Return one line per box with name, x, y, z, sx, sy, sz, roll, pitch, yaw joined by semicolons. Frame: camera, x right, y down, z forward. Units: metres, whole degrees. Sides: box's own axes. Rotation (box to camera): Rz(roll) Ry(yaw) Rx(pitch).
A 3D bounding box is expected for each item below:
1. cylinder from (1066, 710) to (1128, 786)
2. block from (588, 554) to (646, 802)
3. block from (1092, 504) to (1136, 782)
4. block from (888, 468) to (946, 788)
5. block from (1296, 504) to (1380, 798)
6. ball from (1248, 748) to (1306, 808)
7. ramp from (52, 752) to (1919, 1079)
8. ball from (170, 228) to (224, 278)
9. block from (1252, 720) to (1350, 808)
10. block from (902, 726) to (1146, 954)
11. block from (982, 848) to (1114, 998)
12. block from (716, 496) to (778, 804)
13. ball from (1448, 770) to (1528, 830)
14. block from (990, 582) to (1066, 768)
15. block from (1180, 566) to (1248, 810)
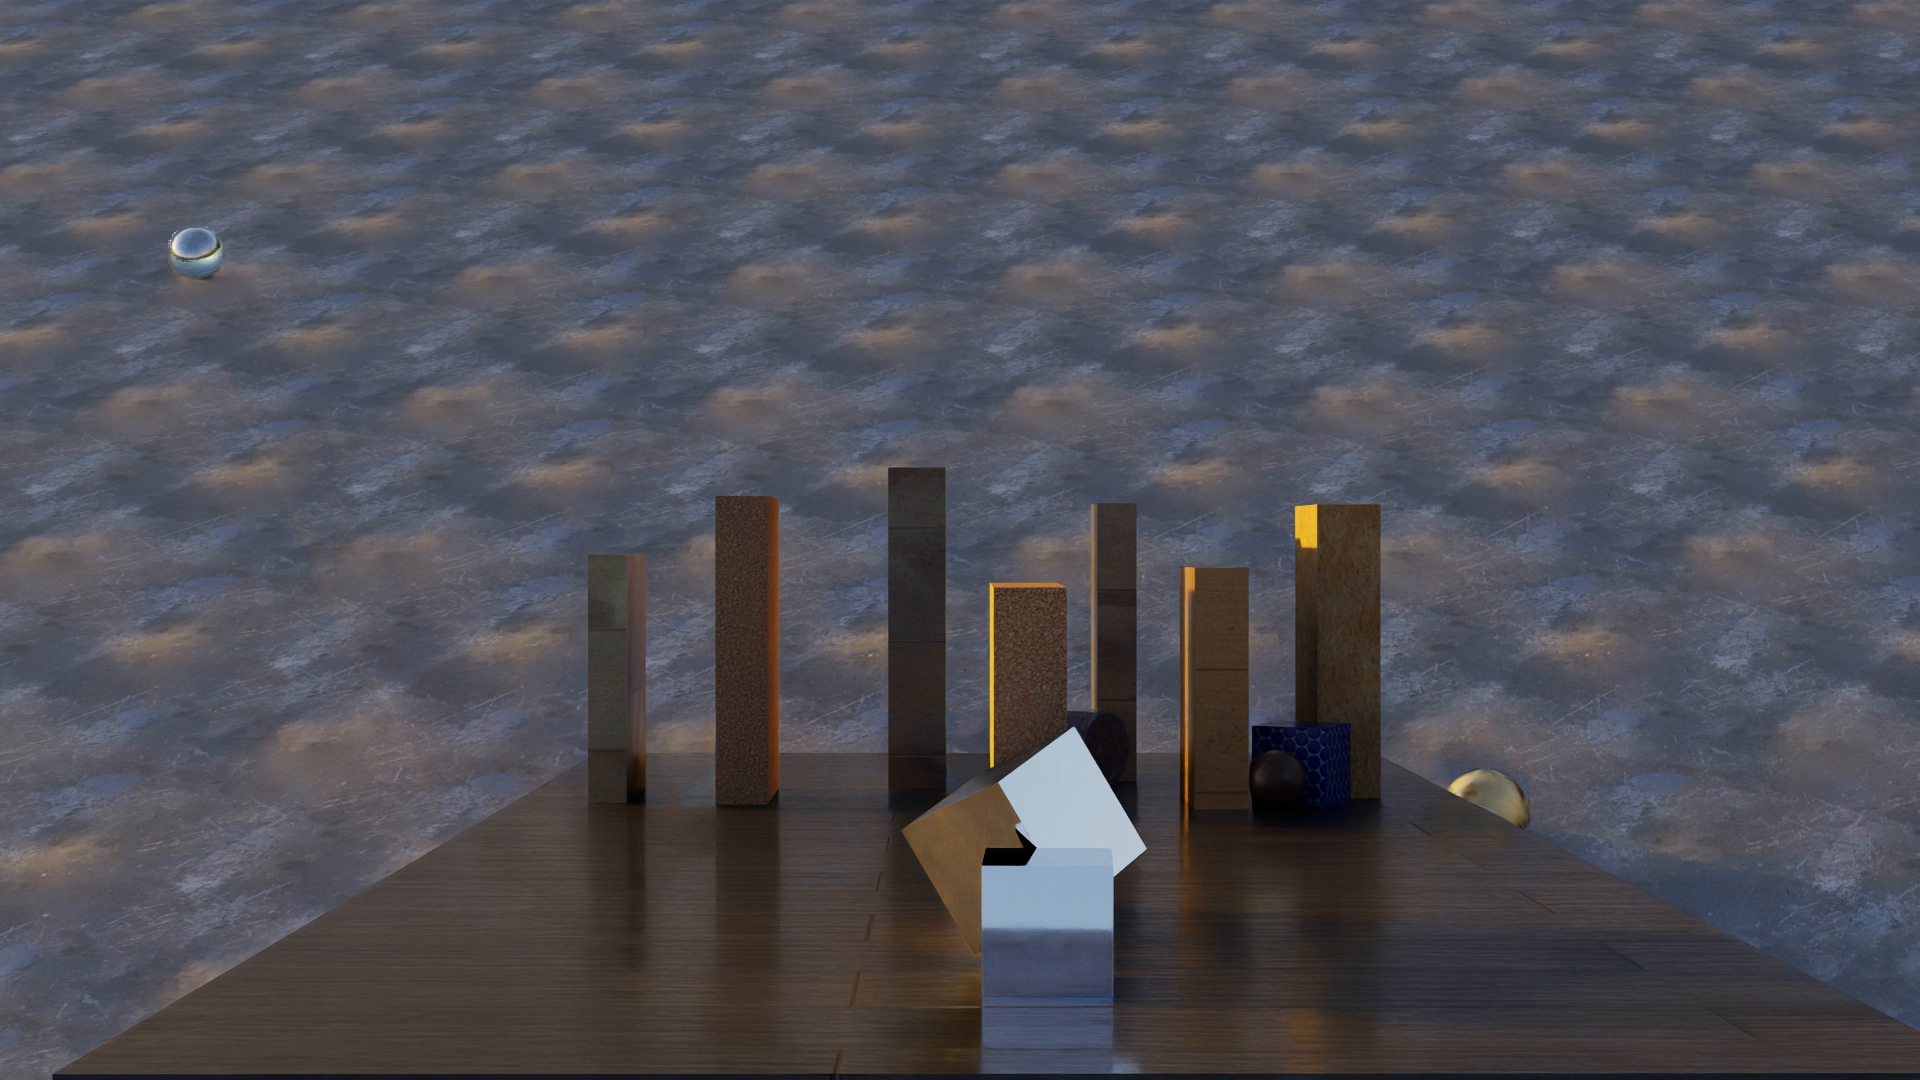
cylinder;0.264;0.466;5.807;0.163;0.163;0.163;0;23;41
block;-0.736;0.289;5.561;0.080;0.518;0.329;0;0;0
block;0.356;0.232;6.006;0.089;0.631;0.266;0;0;0
block;-0.095;0.194;5.905;0.125;0.708;0.418;0;0;0
block;0.824;0.236;5.657;0.134;0.623;0.353;0;0;0
ball;0.647;0.487;5.287;0.120;0.120;0.120;0;30;0
ramp;0.067;0.598;4.656;2.000;0.100;4.000;0;0;0
ball;-2.774;-1.043;9.401;0.187;0.187;0.187;0;30;0
block;0.714;0.467;5.411;0.162;0.162;0.162;0;0;26
block;0.084;0.392;3.386;0.187;0.187;0.187;-31;0;39
block;0.108;0.467;3.176;0.158;0.158;0.158;0;1;2
block;-0.454;0.228;5.537;0.107;0.639;0.342;0;0;0
ball;1.217;0.633;6.000;0.200;0.200;0.200;0;30;0
block;0.095;0.306;3.706;0.100;0.483;0.377;0;0;0
block;0.532;0.302;5.434;0.110;0.491;0.351;0;0;0
